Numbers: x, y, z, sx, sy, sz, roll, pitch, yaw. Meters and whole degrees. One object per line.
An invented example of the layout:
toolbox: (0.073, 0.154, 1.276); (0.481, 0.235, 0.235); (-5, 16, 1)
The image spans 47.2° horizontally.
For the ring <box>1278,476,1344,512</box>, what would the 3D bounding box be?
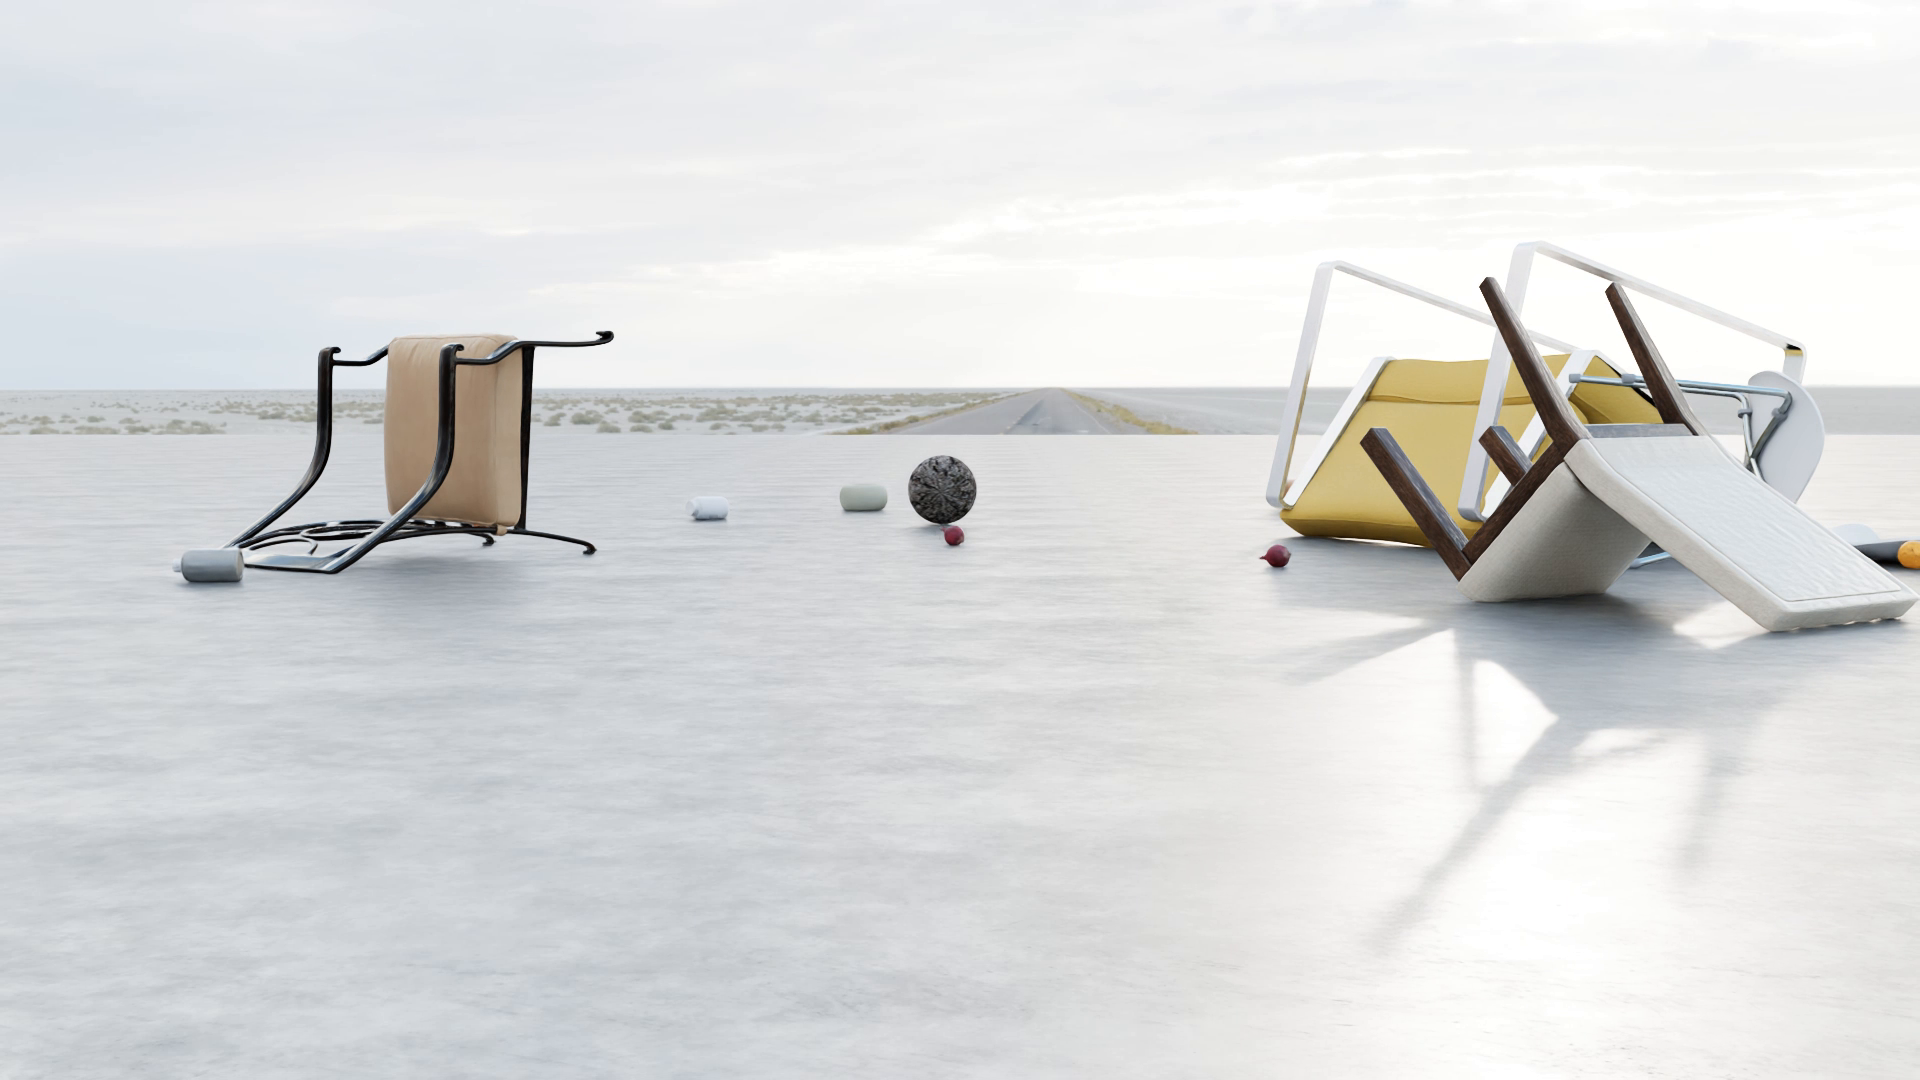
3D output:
ring: (1.304, -0.169, 8.158); (0.242, 0.118, 0.231); (4, 7, 26)

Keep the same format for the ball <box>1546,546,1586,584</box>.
ball: (1.391, 0.058, 5.045); (0.089, 0.089, 0.089); (0, 4, 0)

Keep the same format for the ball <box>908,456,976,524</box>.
ball: (-0.059, -0.167, 7.301); (0.230, 0.230, 0.230); (0, 4, 0)

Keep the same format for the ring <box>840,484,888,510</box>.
ring: (-0.359, -0.159, 8.186); (0.180, 0.096, 0.191); (-2, 6, -13)

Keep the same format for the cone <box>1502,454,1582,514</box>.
cone: (2.113, -0.206, 7.983); (0.319, 0.213, 0.268); (-3, 5, -37)
